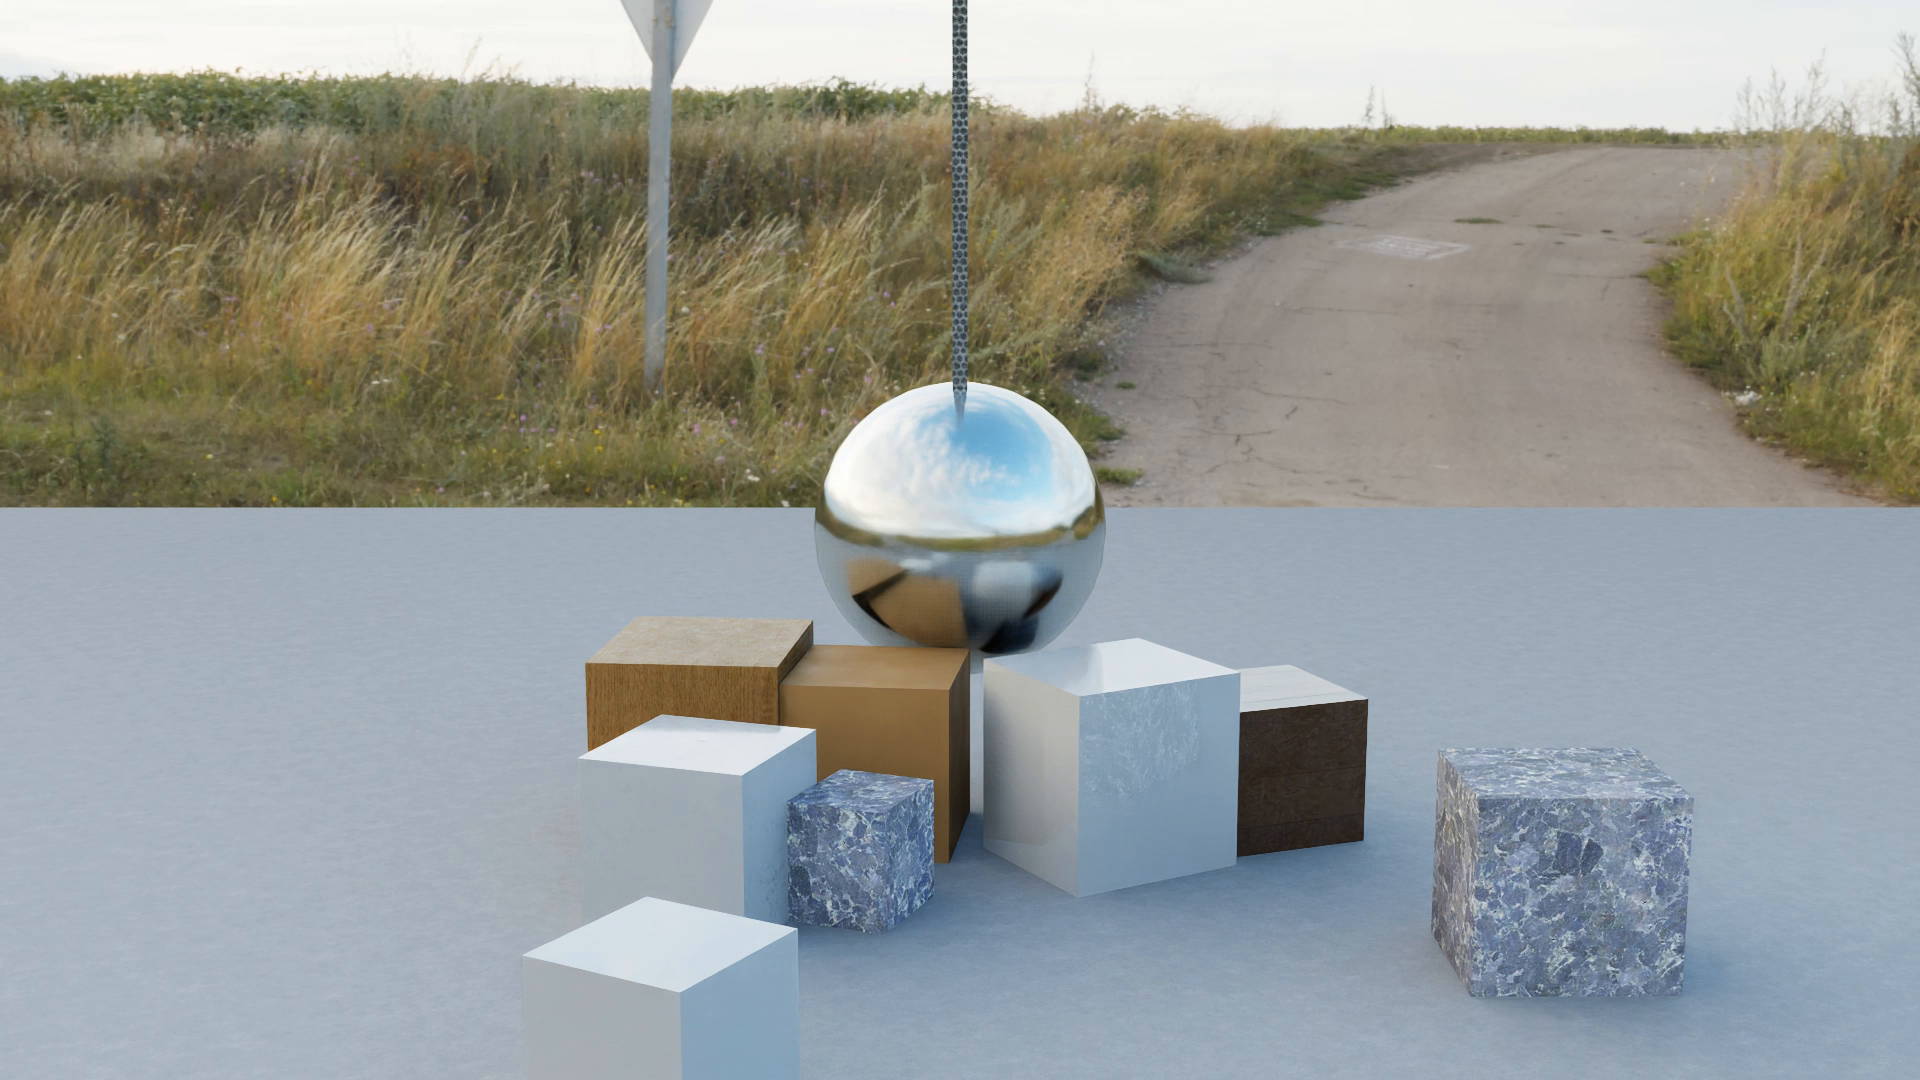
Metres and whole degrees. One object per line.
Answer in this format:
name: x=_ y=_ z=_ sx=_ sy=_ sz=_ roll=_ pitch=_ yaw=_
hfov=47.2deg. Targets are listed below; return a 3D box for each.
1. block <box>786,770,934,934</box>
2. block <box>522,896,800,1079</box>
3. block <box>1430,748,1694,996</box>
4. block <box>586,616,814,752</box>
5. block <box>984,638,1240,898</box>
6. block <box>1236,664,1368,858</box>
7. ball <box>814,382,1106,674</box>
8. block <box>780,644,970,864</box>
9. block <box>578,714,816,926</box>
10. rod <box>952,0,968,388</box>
block: x=-0.452 y=1.427 z=10.140 sx=0.478 sy=0.564 sz=0.564 roll=4 pitch=11 yaw=22
block: x=-1.068 y=1.771 z=7.946 sx=0.693 sy=0.672 sz=0.706 roll=6 pitch=12 yaw=29
block: x=2.557 y=1.408 z=9.431 sx=0.879 sy=0.855 sz=0.757 roll=0 pitch=10 yaw=0
block: x=-1.310 y=0.996 z=11.349 sx=0.954 sy=0.981 sz=1.079 roll=1 pitch=10 yaw=5
block: x=0.736 y=1.092 z=10.838 sx=0.930 sy=0.973 sz=0.864 roll=-6 pitch=12 yaw=-30
block: x=1.557 y=1.121 z=11.330 sx=0.750 sy=0.741 sz=0.789 roll=-4 pitch=11 yaw=-21
ball: x=0.000 y=-0.065 z=12.022 sx=1.600 sy=1.600 sz=1.600 roll=0 pitch=10 yaw=0
block: x=-0.415 y=1.071 z=11.217 sx=0.836 sy=0.879 sz=0.884 roll=1 pitch=10 yaw=7
block: x=-1.179 y=1.321 z=10.029 sx=0.801 sy=0.813 sz=0.798 roll=4 pitch=11 yaw=19
rod: x=0.000 y=-3.292 z=10.952 sx=0.080 sy=5.200 sz=0.080 roll=0 pitch=18 yaw=0
